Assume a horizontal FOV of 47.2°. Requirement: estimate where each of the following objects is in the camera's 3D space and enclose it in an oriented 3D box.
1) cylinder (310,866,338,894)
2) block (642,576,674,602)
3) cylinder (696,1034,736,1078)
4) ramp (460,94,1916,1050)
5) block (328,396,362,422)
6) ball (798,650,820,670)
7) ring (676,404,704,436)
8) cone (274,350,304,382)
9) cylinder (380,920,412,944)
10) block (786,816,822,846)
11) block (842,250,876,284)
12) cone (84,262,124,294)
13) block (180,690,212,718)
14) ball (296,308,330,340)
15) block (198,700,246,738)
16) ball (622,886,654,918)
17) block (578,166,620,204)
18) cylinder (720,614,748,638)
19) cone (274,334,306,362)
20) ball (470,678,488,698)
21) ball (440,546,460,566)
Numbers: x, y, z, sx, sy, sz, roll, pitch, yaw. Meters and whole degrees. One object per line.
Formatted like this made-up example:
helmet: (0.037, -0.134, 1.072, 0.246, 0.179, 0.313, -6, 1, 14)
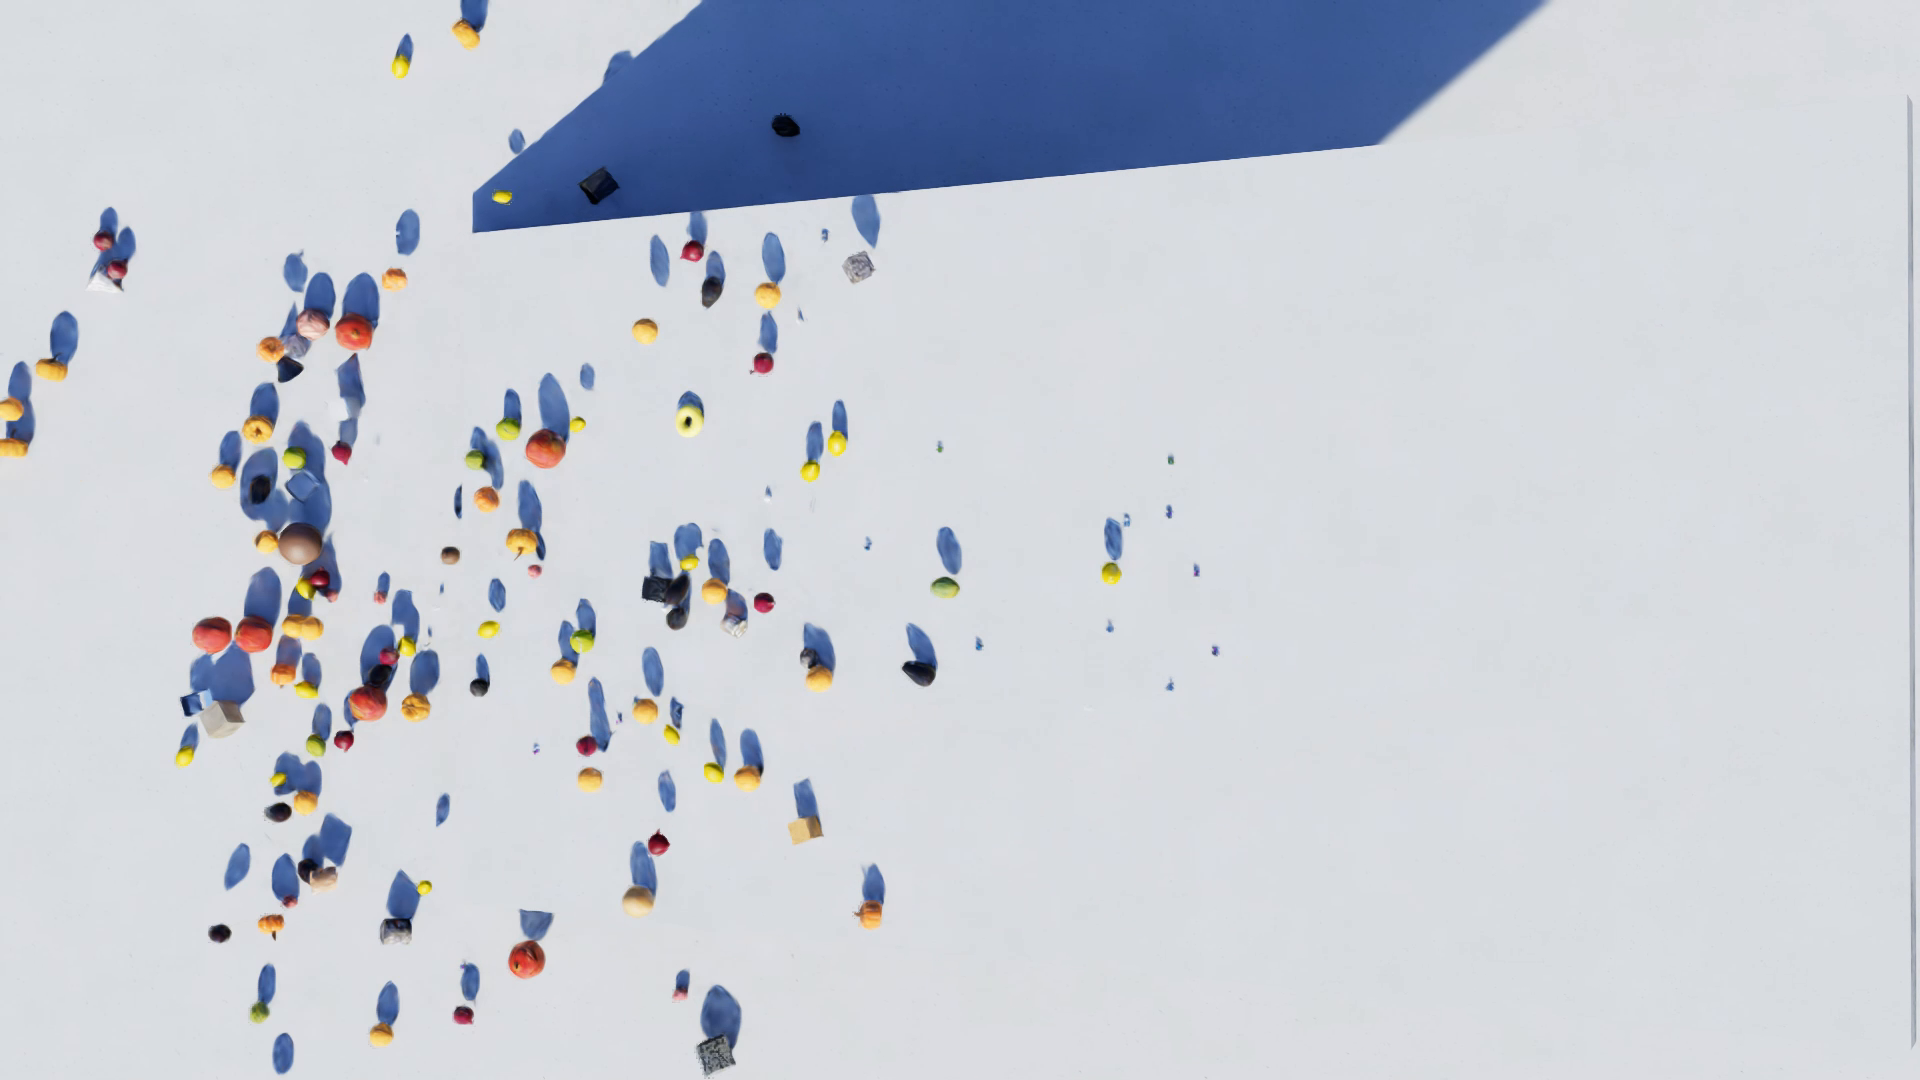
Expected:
cylinder: (-1.904, 1.018, 6.583, 0.071, 0.071, 0.071, -9, 89, -26)
block: (-0.848, 0.139, 6.174, 0.061, 0.061, 0.061, 9, 94, 29)
cylinder: (-0.731, 1.545, 6.586, 0.094, 0.094, 0.094, -24, 73, 0)
ramp: (0.271, 0.075, 5.631, 4.000, 0.100, 2.000, 0, 89, 30)
block: (-1.853, -0.394, 6.621, 0.065, 0.065, 0.065, -9, 95, 25)
ball: (-0.407, 0.321, 5.925, 0.054, 0.054, 0.054, 0, 89, 0)
ring: (-0.757, -0.333, 6.145, 0.091, 0.030, 0.091, 0, 91, 31)
cone: (-2.034, -0.535, 6.606, 0.090, 0.090, 0.090, -29, 122, 0)
cylinder: (-1.692, 1.176, 6.597, 0.074, 0.074, 0.074, 5, 89, -31)
block: (-0.417, 0.782, 5.923, 0.060, 0.060, 0.060, -25, 77, 27)
block: (-0.266, -0.716, 5.780, 0.058, 0.058, 0.058, -26, 85, -20)
cone: (-2.574, -0.772, 6.649, 0.098, 0.098, 0.098, 32, 89, -27)
block: (-2.296, 0.492, 6.621, 0.064, 0.064, 0.064, -16, 89, 12)
ball: (-1.949, -0.650, 6.623, 0.095, 0.095, 0.095, 0, 89, 0)
block: (-2.210, 0.536, 6.585, 0.081, 0.081, 0.081, -39, 72, 14)
ball: (-0.904, 1.017, 6.180, 0.091, 0.091, 0.091, 0, 89, 0)
block: (-1.061, -1.040, 6.458, 0.077, 0.077, 0.077, -40, 104, -16)
cylinder: (-0.623, 0.236, 6.049, 0.053, 0.053, 0.053, 26, 89, 28)
cone: (-2.031, -0.577, 6.621, 0.096, 0.096, 0.096, 0, 89, 0)
ball: (-1.422, 0.438, 6.501, 0.055, 0.055, 0.055, 0, 89, 0)
ball: (-1.521, 0.046, 6.559, 0.058, 0.058, 0.058, 0, 89, 0)
